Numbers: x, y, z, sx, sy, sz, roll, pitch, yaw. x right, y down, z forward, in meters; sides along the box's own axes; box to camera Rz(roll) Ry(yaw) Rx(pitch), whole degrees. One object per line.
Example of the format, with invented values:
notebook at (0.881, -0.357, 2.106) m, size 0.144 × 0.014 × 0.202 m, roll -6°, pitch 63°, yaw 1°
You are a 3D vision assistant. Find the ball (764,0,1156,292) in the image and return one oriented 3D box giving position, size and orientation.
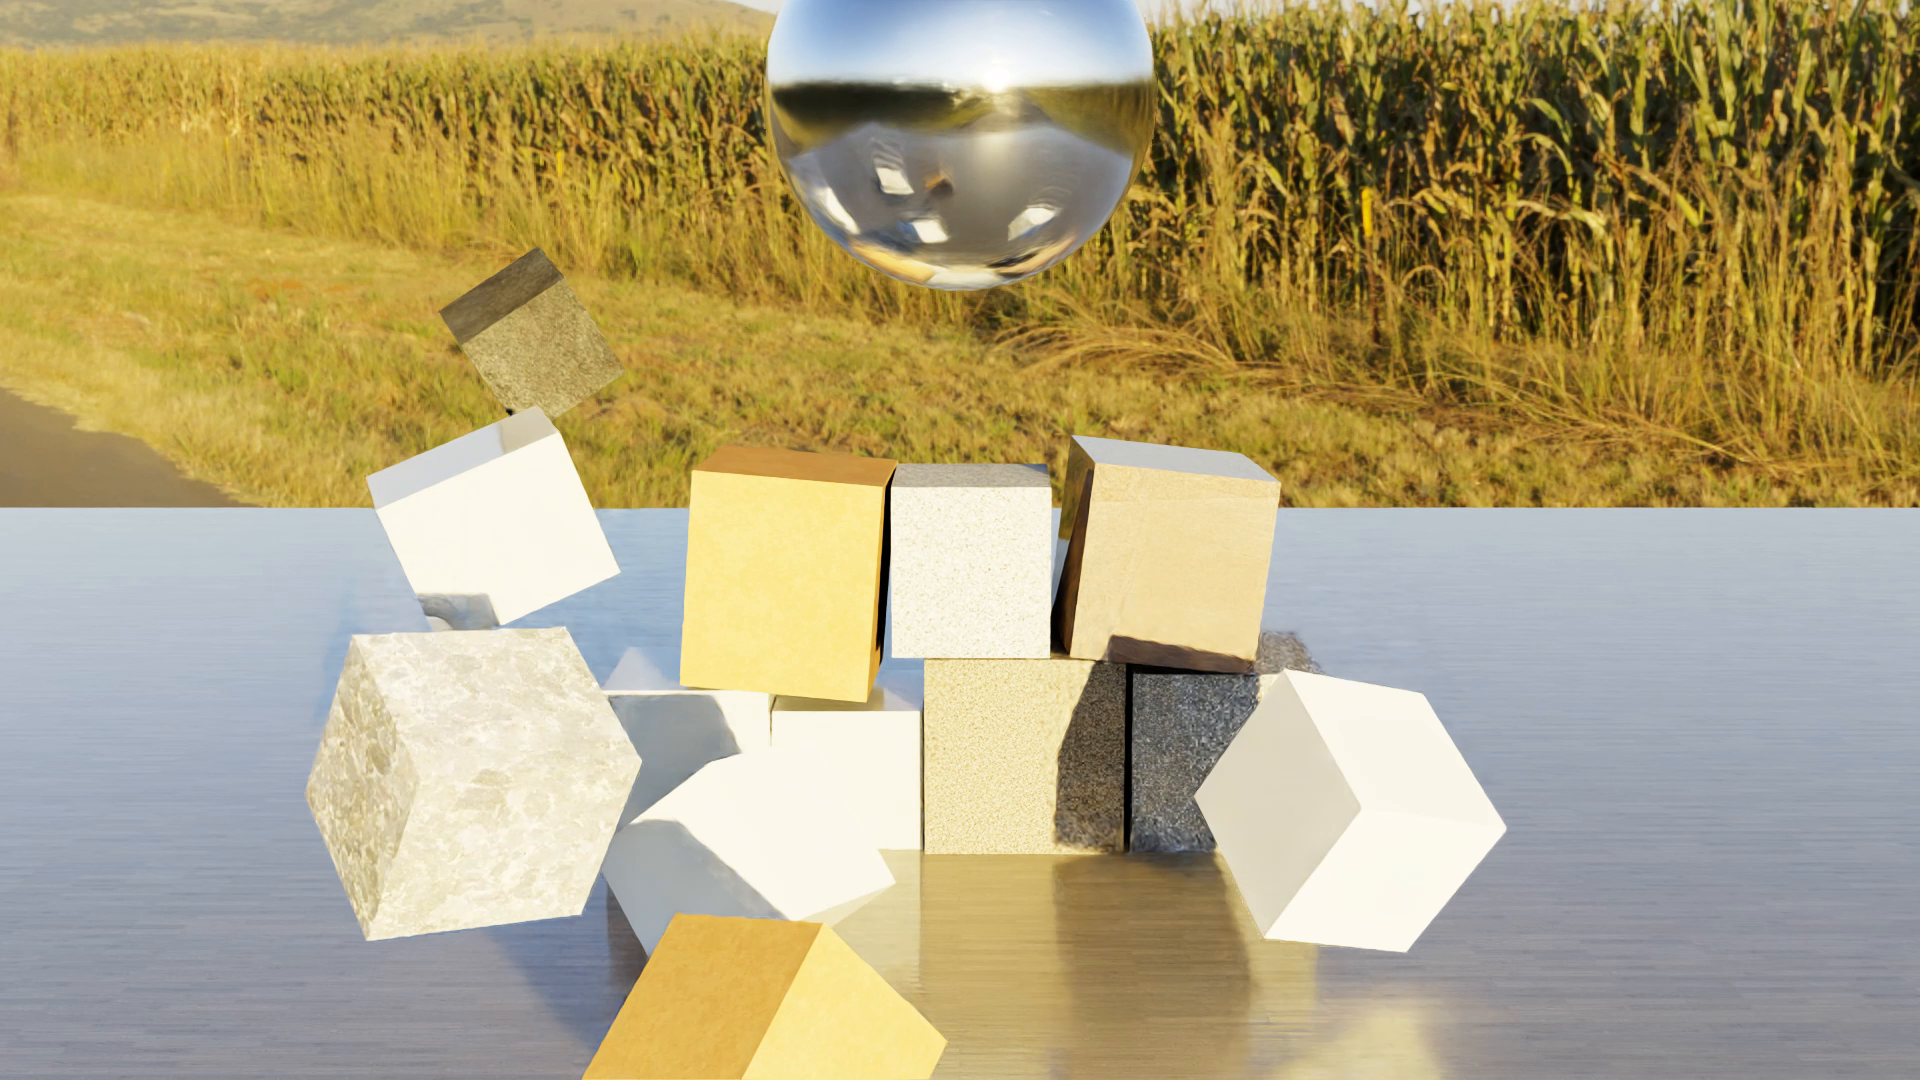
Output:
ball at (0.000, -1.820, 8.972) m, size 1.600 × 1.600 × 1.600 m, roll 0°, pitch 10°, yaw 0°

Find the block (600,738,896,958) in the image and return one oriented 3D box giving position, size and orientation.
block at (-0.880, 1.346, 9.033) m, size 0.725 × 0.710 × 0.742 m, roll -38°, pitch -14°, yaw 25°

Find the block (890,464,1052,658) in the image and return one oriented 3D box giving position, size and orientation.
block at (0.058, 0.091, 11.150) m, size 0.779 × 0.849 × 0.800 m, roll 0°, pitch 10°, yaw 1°

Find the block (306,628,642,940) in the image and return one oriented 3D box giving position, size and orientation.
block at (-1.759, 0.856, 7.892) m, size 0.820 × 0.764 × 0.735 m, roll -1°, pitch 39°, yaw -37°

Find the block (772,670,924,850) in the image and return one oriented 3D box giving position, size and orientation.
block at (-0.558, 1.124, 11.394) m, size 0.746 × 0.713 × 0.866 m, roll 0°, pitch 10°, yaw 0°

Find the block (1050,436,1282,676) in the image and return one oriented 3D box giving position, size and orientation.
block at (1.009, 0.058, 11.130) m, size 0.912 × 0.963 × 0.944 m, roll 6°, pitch 10°, yaw -6°

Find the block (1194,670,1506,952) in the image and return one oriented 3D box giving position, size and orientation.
block at (1.612, 1.137, 9.200) m, size 0.762 × 0.765 × 0.792 m, roll 11°, pitch 35°, yaw -29°

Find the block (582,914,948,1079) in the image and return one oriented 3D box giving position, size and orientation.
block at (-0.631, 1.692, 7.121) m, size 0.736 × 0.684 × 0.654 m, roll -6°, pitch 45°, yaw 44°

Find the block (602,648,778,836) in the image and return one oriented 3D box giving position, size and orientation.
block at (-1.356, 1.068, 11.366) m, size 0.828 × 0.833 × 0.946 m, roll 0°, pitch 10°, yaw 0°

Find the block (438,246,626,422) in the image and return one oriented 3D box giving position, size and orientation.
block at (-2.220, -1.031, 11.417) m, size 0.623 × 0.618 × 0.558 m, roll -35°, pitch 33°, yaw -7°

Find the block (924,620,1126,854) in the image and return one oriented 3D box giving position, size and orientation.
block at (0.320, 0.992, 11.337) m, size 0.989 × 0.991 × 0.946 m, roll 0°, pitch 10°, yaw 0°

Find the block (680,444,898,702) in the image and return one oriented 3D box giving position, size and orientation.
block at (-0.850, 0.147, 11.143) m, size 0.922 × 1.069 × 0.940 m, roll 5°, pitch 10°, yaw 2°

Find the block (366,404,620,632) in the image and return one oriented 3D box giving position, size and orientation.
block at (-2.174, -0.074, 10.203) m, size 0.867 × 0.713 × 0.754 m, roll -24°, pitch 19°, yaw -11°

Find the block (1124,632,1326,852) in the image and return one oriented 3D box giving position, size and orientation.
block at (1.324, 1.024, 11.374) m, size 0.946 × 0.916 × 0.953 m, roll 0°, pitch 10°, yaw 0°
